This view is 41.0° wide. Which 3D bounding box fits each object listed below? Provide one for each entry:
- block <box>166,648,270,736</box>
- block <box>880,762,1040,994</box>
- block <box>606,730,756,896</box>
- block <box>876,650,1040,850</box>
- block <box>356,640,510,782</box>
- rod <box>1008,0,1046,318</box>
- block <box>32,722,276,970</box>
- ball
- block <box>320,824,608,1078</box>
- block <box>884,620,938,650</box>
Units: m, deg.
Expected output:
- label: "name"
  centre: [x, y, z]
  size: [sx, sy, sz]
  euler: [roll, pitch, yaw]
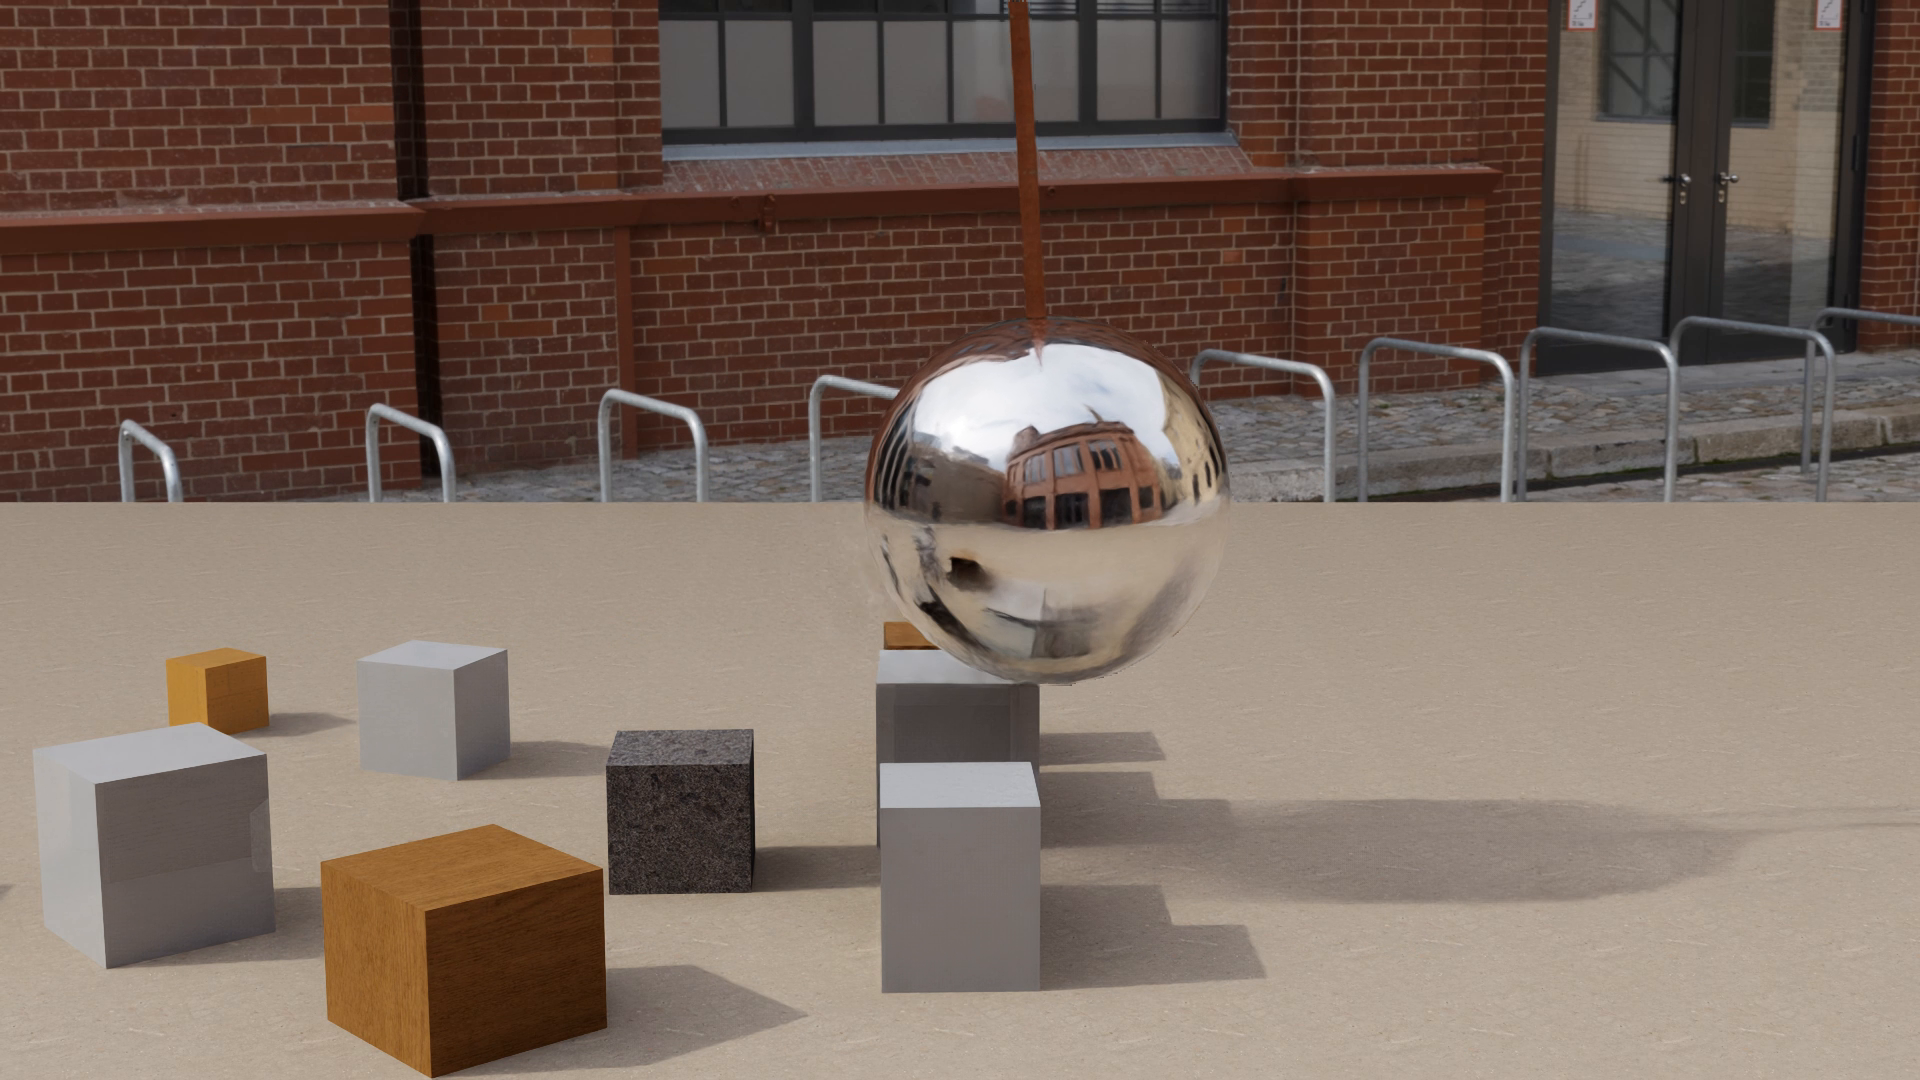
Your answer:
- label: "block"
  centre: [-4.028, 0.829, 13.923]
  size: [0.354, 0.388, 0.388]
  euler: [8, 13, 38]
- label: "block"
  centre: [-0.008, 1.328, 10.185]
  size: [0.613, 0.742, 0.647]
  euler: [0, 10, -2]
- label: "block"
  centre: [-1.227, 1.197, 11.366]
  size: [0.614, 0.579, 0.597]
  euler: [-1, 10, -3]
- label: "block"
  centre: [-0.010, 0.974, 12.020]
  size: [0.741, 0.783, 0.677]
  euler: [0, 10, 0]
- label: "block"
  centre: [-2.699, 0.869, 13.180]
  size: [0.576, 0.575, 0.505]
  euler: [4, 11, 21]
- label: "rod"
  centre: [0.163, -3.512, 10.542]
  size: [0.080, 5.200, 0.080]
  euler: [-4, 10, 1]
- label: "block"
  centre: [-3.328, 1.243, 10.599]
  size: [0.716, 0.762, 0.677]
  euler: [-8, 13, -39]
- label: "ball"
  centre: [0.377, -0.174, 11.149]
  size: [1.600, 1.600, 1.600]
  euler: [0, 10, 0]
- label: "block"
  centre: [-1.846, 1.507, 9.547]
  size: [0.742, 0.619, 0.763]
  euler: [-9, 14, -41]
- label: "block"
  centre: [-0.058, 0.797, 13.372]
  size: [0.658, 0.647, 0.591]
  euler: [-1, 10, -3]
